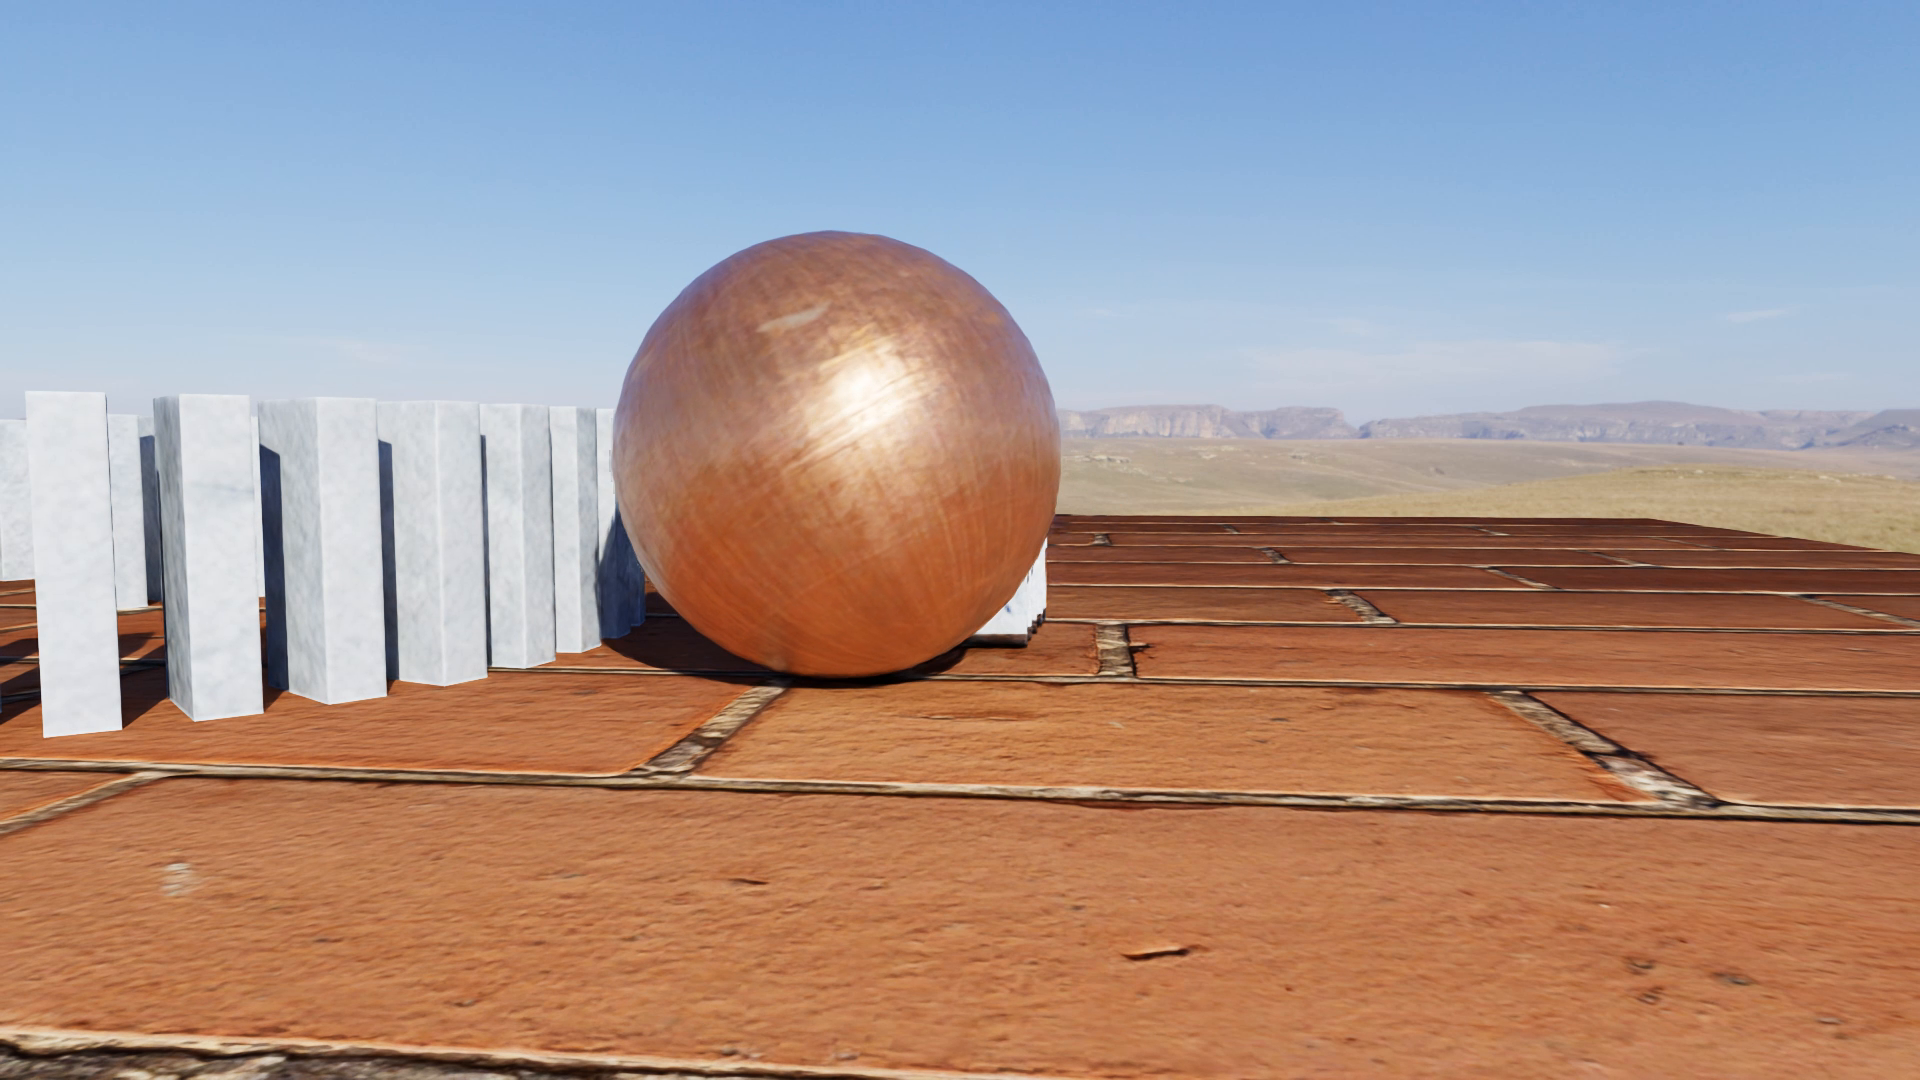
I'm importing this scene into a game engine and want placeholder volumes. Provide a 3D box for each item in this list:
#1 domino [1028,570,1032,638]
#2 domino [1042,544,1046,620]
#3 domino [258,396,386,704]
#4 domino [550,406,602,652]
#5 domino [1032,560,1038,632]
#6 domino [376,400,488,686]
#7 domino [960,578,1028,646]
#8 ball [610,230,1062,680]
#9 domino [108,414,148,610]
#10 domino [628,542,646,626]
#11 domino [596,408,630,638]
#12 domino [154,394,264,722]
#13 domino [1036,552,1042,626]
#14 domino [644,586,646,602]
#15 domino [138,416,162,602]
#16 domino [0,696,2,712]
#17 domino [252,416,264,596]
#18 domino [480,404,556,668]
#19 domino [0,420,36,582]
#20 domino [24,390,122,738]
[{"bbox_3d":[0.004,-0.004,0.285,0.025,0.050,0.010,0,-19,4],"label":"domino"},{"bbox_3d":[0.009,-0.006,0.316,0.025,0.050,0.010,0,-19,3],"label":"domino"},{"bbox_3d":[-0.109,0.001,0.220,0.025,0.050,0.009,4,6,41],"label":"domino"},{"bbox_3d":[-0.089,-0.002,0.267,0.025,0.050,0.010,1,4,10],"label":"domino"},{"bbox_3d":[0.005,-0.004,0.296,0.025,0.050,0.010,0,-19,3],"label":"domino"},{"bbox_3d":[-0.099,0.000,0.234,0.025,0.050,0.010,2,5,28],"label":"domino"},{"bbox_3d":[0.002,-0.003,0.275,0.025,0.050,0.010,0,-19,4],"label":"domino"},{"bbox_3d":[-0.022,-0.015,0.232,0.080,0.080,0.080,0,4,0],"label":"ball"},{"bbox_3d":[-0.226,-0.008,0.336,0.025,0.050,0.009,2,5,30],"label":"domino"},{"bbox_3d":[-0.088,-0.005,0.301,0.025,0.050,0.010,0,4,-7],"label":"domino"},{"bbox_3d":[-0.087,-0.004,0.284,0.025,0.050,0.009,0,4,2],"label":"domino"},{"bbox_3d":[-0.122,0.002,0.208,0.010,0.050,0.025,-4,6,-40],"label":"domino"},{"bbox_3d":[0.007,-0.005,0.306,0.025,0.050,0.010,0,-19,3],"label":"domino"},{"bbox_3d":[-0.092,-0.006,0.318,0.025,0.050,0.010,-2,5,-22],"label":"domino"},{"bbox_3d":[-0.217,-0.009,0.351,0.025,0.050,0.010,3,5,35],"label":"domino"},{"bbox_3d":[-0.151,0.003,0.189,0.010,0.050,0.025,-2,5,-27],"label":"domino"},{"bbox_3d":[-0.205,-0.010,0.364,0.010,0.050,0.025,-3,5,-37],"label":"domino"},{"bbox_3d":[-0.093,-0.001,0.250,0.025,0.050,0.009,1,4,17],"label":"domino"},{"bbox_3d":[-0.304,-0.013,0.407,0.025,0.050,0.010,3,5,34],"label":"domino"},{"bbox_3d":[-0.136,0.003,0.197,0.010,0.050,0.025,-3,5,-33],"label":"domino"}]
